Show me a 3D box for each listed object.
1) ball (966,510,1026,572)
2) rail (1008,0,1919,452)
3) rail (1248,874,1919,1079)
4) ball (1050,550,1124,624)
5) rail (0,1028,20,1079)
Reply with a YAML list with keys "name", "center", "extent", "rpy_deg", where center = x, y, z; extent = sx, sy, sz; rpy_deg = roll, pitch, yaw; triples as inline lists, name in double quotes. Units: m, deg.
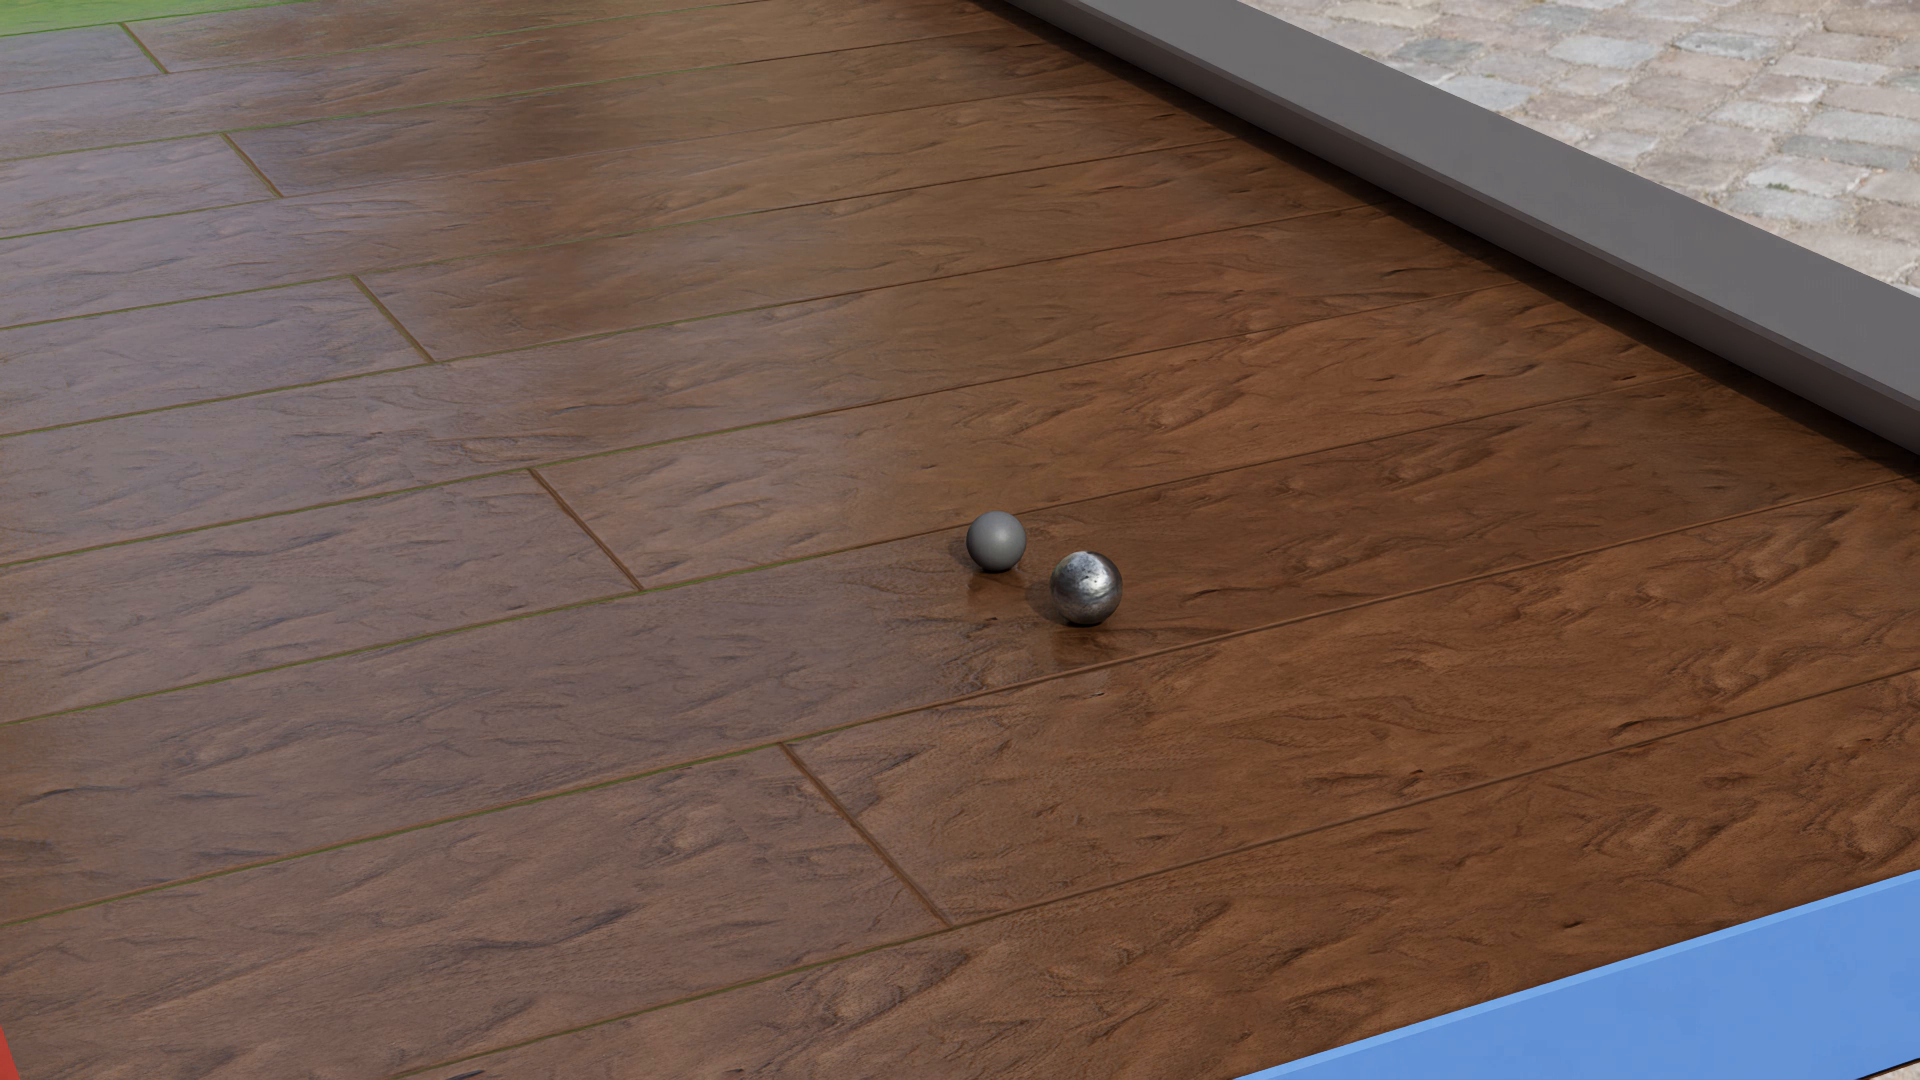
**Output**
- name: "ball"
  center: [0.027, 0.001, 2.141]
  extent: [0.044, 0.044, 0.044]
  rpy_deg: [0, 25, 0]
- name: "rail"
  center: [0.334, -0.467, 3.051]
  extent: [0.045, 0.123, 3.104]
  rpy_deg: [-12, 27, -24]
- name: "rail"
  center: [0.336, 0.252, 1.503]
  extent: [1.568, 0.123, 0.045]
  rpy_deg: [-12, 27, -24]
- name: "ball"
  center: [0.088, 0.033, 2.061]
  extent: [0.052, 0.052, 0.052]
  rpy_deg: [0, 25, 0]
- name: "rail"
  center: [-1.027, -0.181, 2.435]
  extent: [0.045, 0.123, 3.104]
  rpy_deg: [-12, 27, -24]
